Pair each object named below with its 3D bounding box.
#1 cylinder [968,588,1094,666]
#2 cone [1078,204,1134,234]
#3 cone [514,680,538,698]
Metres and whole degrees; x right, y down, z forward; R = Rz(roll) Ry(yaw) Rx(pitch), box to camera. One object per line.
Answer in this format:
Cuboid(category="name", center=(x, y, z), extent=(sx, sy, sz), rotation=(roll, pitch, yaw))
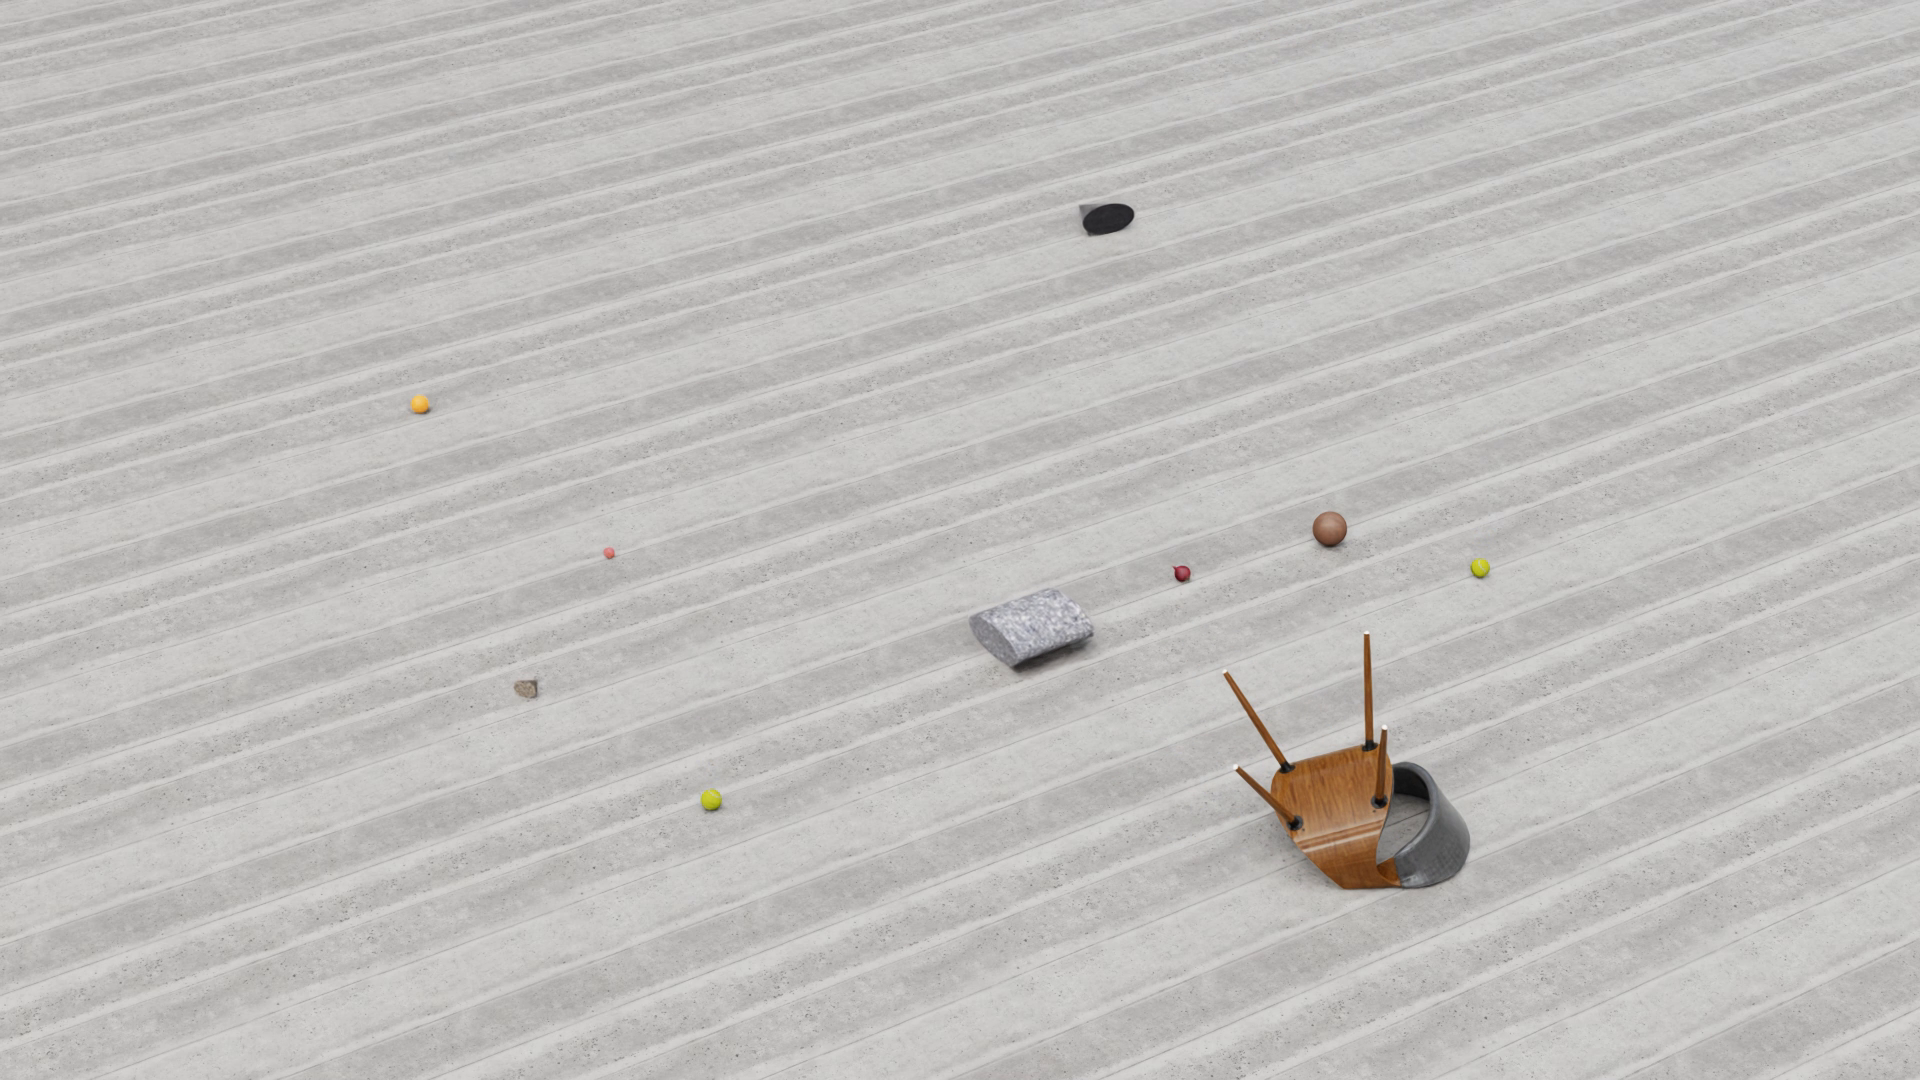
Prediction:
Cuboid(category="cylinder", center=(0.252, 0.305, 10.361), extent=(0.322, 0.130, 0.319), rotation=(-19, 34, -27))
Cuboid(category="cone", center=(0.597, -1.468, 13.113), extent=(0.258, 0.134, 0.303), rotation=(-13, 23, -21))
Cuboid(category="cone", center=(-1.486, 0.500, 10.159), extent=(0.085, 0.061, 0.103), rotation=(15, 20, 13))
